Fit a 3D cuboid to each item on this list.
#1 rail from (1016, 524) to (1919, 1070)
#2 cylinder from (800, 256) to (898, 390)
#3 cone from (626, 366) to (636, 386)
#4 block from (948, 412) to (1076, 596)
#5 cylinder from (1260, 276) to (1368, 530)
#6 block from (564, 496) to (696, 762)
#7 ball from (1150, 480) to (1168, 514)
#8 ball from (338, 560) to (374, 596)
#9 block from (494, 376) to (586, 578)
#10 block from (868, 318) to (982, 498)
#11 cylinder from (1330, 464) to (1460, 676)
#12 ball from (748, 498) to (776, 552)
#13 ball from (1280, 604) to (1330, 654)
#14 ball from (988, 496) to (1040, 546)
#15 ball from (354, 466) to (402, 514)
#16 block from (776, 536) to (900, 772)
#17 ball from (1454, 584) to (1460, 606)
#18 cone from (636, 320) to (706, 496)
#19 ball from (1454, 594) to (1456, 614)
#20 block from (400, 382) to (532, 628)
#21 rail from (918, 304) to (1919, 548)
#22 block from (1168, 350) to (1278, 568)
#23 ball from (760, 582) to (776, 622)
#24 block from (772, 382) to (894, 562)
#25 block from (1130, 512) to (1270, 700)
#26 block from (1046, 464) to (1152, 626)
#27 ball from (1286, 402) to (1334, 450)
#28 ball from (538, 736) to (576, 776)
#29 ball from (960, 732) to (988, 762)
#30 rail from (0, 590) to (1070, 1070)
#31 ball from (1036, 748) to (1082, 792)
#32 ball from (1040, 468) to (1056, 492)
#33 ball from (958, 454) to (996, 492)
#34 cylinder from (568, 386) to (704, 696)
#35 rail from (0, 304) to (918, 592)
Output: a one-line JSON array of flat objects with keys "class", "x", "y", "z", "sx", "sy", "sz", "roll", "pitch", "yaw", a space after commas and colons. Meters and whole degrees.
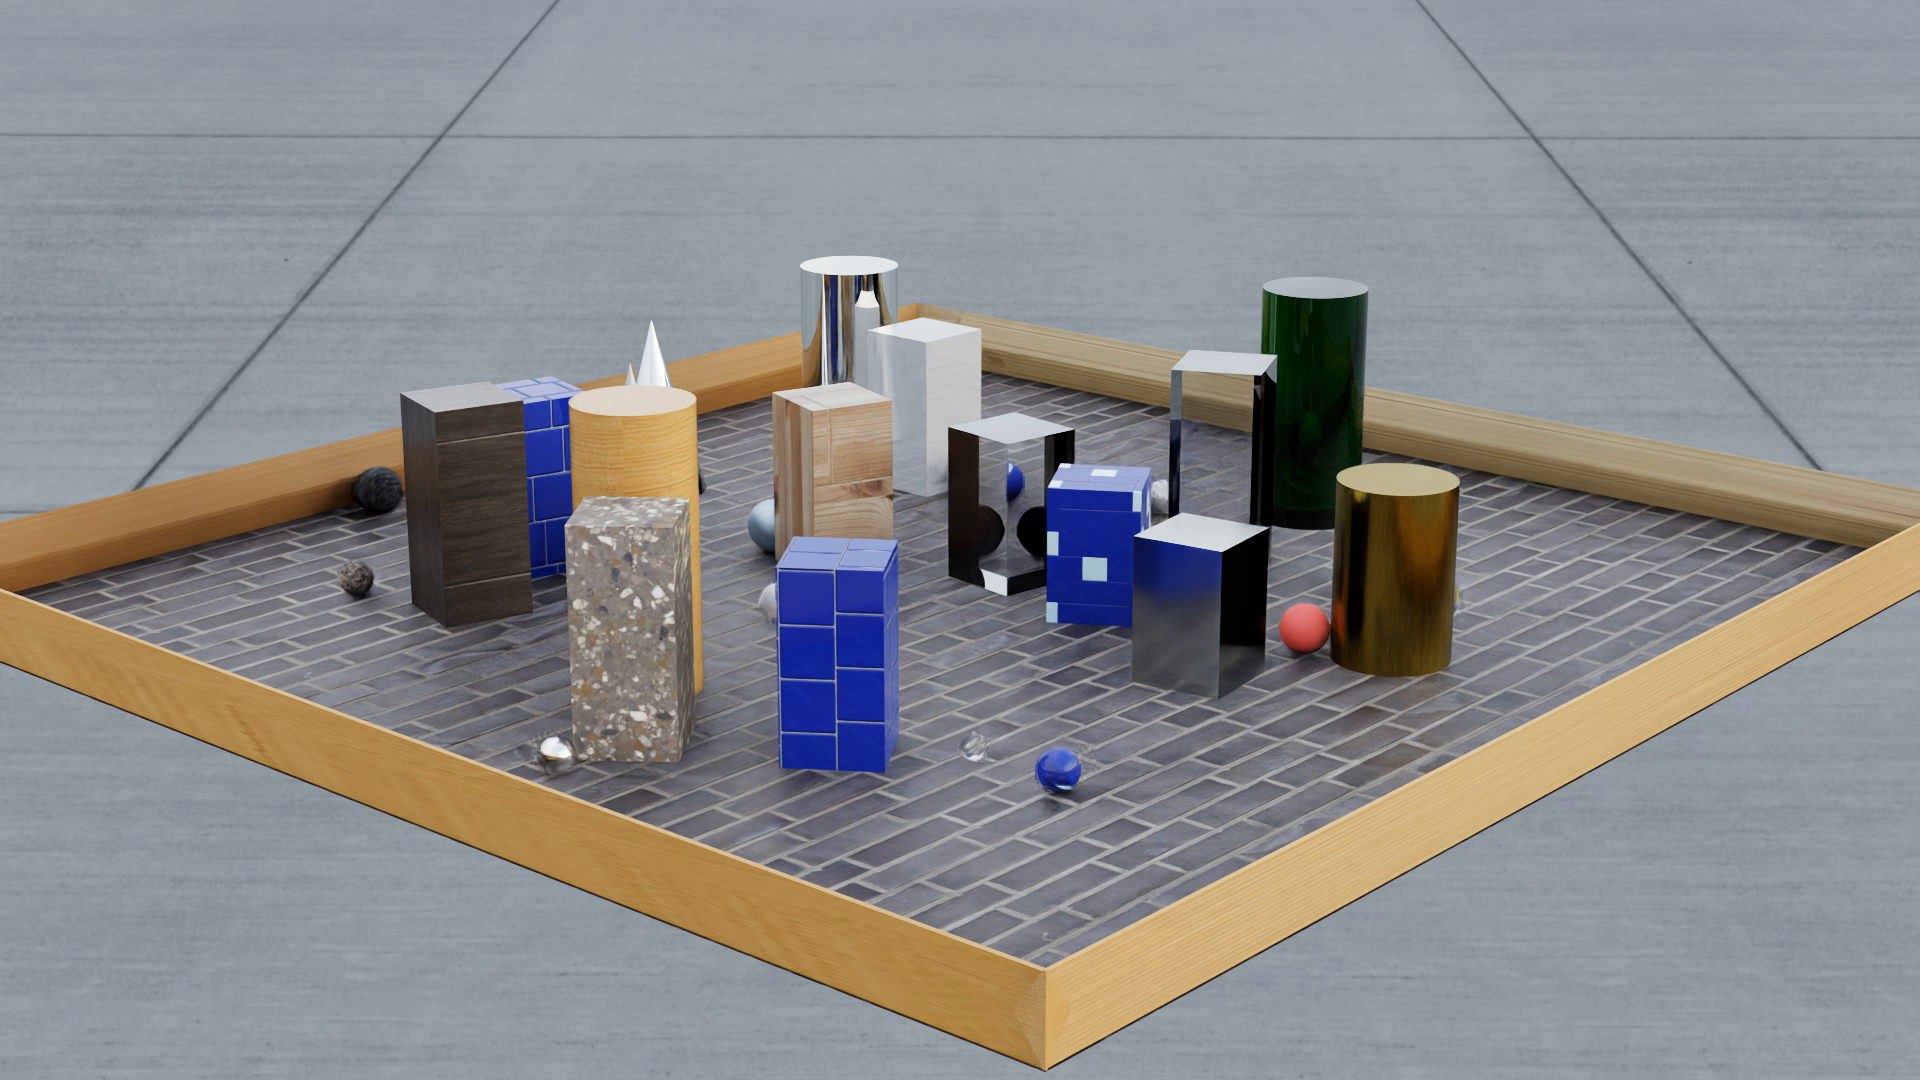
[{"class": "rail", "x": 0.936, "y": 0.267, "z": 4.342, "sx": 0.045, "sy": 0.128, "sz": 2.609, "roll": 14, "pitch": 22, "yaw": 39}, {"class": "cylinder", "x": -0.224, "y": -0.365, "z": 5.979, "sx": 0.197, "sy": 0.396, "sz": 0.197, "roll": 0, "pitch": 17, "yaw": 0}, {"class": "cone", "x": -0.566, "y": -0.107, "z": 5.087, "sx": 0.197, "sy": 0.415, "sz": 0.197, "roll": 0, "pitch": 17, "yaw": 0}, {"class": "block", "x": 0.090, "y": -0.065, "z": 5.192, "sx": 0.158, "sy": 0.275, "sz": 0.158, "roll": -14, "pitch": 22, "yaw": -39}, {"class": "cylinder", "x": 0.664, "y": -0.259, "z": 5.544, "sx": 0.197, "sy": 0.444, "sz": 0.197, "roll": 0, "pitch": 17, "yaw": 0}, {"class": "block", "x": -0.490, "y": 0.132, "z": 4.383, "sx": 0.158, "sy": 0.364, "sz": 0.158, "roll": 1, "pitch": 17, "yaw": 4}, {"class": "ball", "x": 0.388, "y": -0.082, "z": 5.608, "sx": 0.067, "sy": 0.067, "sz": 0.067, "roll": 0, "pitch": 17, "yaw": 0}, {"class": "ball", "x": -1.056, "y": 0.066, "z": 5.128, "sx": 0.060, "sy": 0.060, "sz": 0.060, "roll": 0, "pitch": 17, "yaw": 0}, {"class": "block", "x": -0.764, "y": -0.112, "z": 5.269, "sx": 0.158, "sy": 0.321, "sz": 0.158, "roll": -11, "pitch": 20, "yaw": -33}, {"class": "block", "x": -0.070, "y": -0.264, "z": 5.793, "sx": 0.158, "sy": 0.309, "sz": 0.158, "roll": 15, "pitch": 22, "yaw": 40}, {"class": "cylinder", "x": 0.706, "y": 0.047, "z": 4.772, "sx": 0.197, "sy": 0.303, "sz": 0.197, "roll": 0, "pitch": 17, "yaw": 0}, {"class": "ball", "x": -0.340, "y": -0.027, "z": 5.372, "sx": 0.098, "sy": 0.098, "sz": 0.098, "roll": 0, "pitch": 17, "yaw": 0}, {"class": "ball", "x": 0.568, "y": 0.146, "z": 4.824, "sx": 0.083, "sy": 0.083, "sz": 0.083, "roll": 0, "pitch": 17, "yaw": 0}, {"class": "ball", "x": 0.099, "y": -0.034, "z": 5.404, "sx": 0.094, "sy": 0.094, "sz": 0.094, "roll": 0, "pitch": 17, "yaw": 0}, {"class": "ball", "x": -1.114, "y": -0.094, "z": 5.607, "sx": 0.091, "sy": 0.091, "sz": 0.091, "roll": 0, "pitch": 17, "yaw": 0}, {"class": "block", "x": -0.180, "y": 0.168, "z": 4.356, "sx": 0.158, "sy": 0.310, "sz": 0.158, "roll": 2, "pitch": 17, "yaw": 6}, {"class": "ball", "x": 0.816, "y": 0.097, "z": 5.006, "sx": 0.071, "sy": 0.071, "sz": 0.071, "roll": 0, "pitch": 17, "yaw": 0}, {"class": "cone", "x": -0.599, "y": -0.264, "z": 5.738, "sx": 0.197, "sy": 0.341, "sz": 0.197, "roll": 0, "pitch": 17, "yaw": 0}, {"class": "ball", "x": 0.785, "y": 0.108, "z": 4.925, "sx": 0.097, "sy": 0.097, "sz": 0.097, "roll": 0, "pitch": 17, "yaw": 0}, {"class": "block", "x": -0.842, "y": -0.062, "z": 5.008, "sx": 0.158, "sy": 0.376, "sz": 0.158, "roll": -10, "pitch": 19, "yaw": -30}, {"class": "rail", "x": 0.840, "y": -0.247, "z": 6.046, "sx": 2.527, "sy": 0.128, "sz": 0.045, "roll": 14, "pitch": 22, "yaw": 39}, {"class": "block", "x": 0.464, "y": -0.124, "z": 5.189, "sx": 0.158, "sy": 0.390, "sz": 0.158, "roll": 5, "pitch": 17, "yaw": 15}, {"class": "ball", "x": -0.308, "y": 0.106, "z": 4.986, "sx": 0.067, "sy": 0.067, "sz": 0.067, "roll": 0, "pitch": 17, "yaw": 0}, {"class": "block", "x": -0.228, "y": -0.106, "z": 5.261, "sx": 0.158, "sy": 0.313, "sz": 0.158, "roll": -10, "pitch": 19, "yaw": -29}, {"class": "block", "x": 0.383, "y": 0.104, "z": 4.687, "sx": 0.158, "sy": 0.243, "sz": 0.158, "roll": 11, "pitch": 20, "yaw": 32}, {"class": "block", "x": 0.238, "y": 0.008, "z": 5.016, "sx": 0.158, "sy": 0.237, "sz": 0.158, "roll": 3, "pitch": 17, "yaw": 9}, {"class": "ball", "x": 0.723, "y": -0.234, "z": 6.058, "sx": 0.099, "sy": 0.099, "sz": 0.099, "roll": 0, "pitch": 17, "yaw": 0}, {"class": "ball", "x": -0.591, "y": 0.316, "z": 4.303, "sx": 0.058, "sy": 0.058, "sz": 0.058, "roll": 0, "pitch": 17, "yaw": 0}, {"class": "ball", "x": 0.021, "y": 0.307, "z": 4.359, "sx": 0.043, "sy": 0.043, "sz": 0.043, "roll": 0, "pitch": 17, "yaw": 0}, {"class": "rail", "x": -0.840, "y": 0.311, "z": 4.194, "sx": 2.527, "sy": 0.128, "sz": 0.045, "roll": 14, "pitch": 22, "yaw": 39}, {"class": "ball", "x": 0.143, "y": 0.332, "z": 4.237, "sx": 0.065, "sy": 0.065, "sz": 0.065, "roll": 0, "pitch": 17, "yaw": 0}, {"class": "ball", "x": 0.180, "y": -0.116, "z": 5.754, "sx": 0.048, "sy": 0.048, "sz": 0.048, "roll": 0, "pitch": 17, "yaw": 0}, {"class": "ball", "x": 0.033, "y": -0.131, "z": 5.754, "sx": 0.078, "sy": 0.078, "sz": 0.078, "roll": 0, "pitch": 17, "yaw": 0}, {"class": "cylinder", "x": -0.507, "y": 0.009, "z": 4.609, "sx": 0.197, "sy": 0.470, "sz": 0.197, "roll": 0, "pitch": 17, "yaw": 0}, {"class": "rail", "x": -0.936, "y": -0.202, "z": 5.898, "sx": 0.045, "sy": 0.128, "sz": 2.609, "roll": 14, "pitch": 22, "yaw": 39}]
